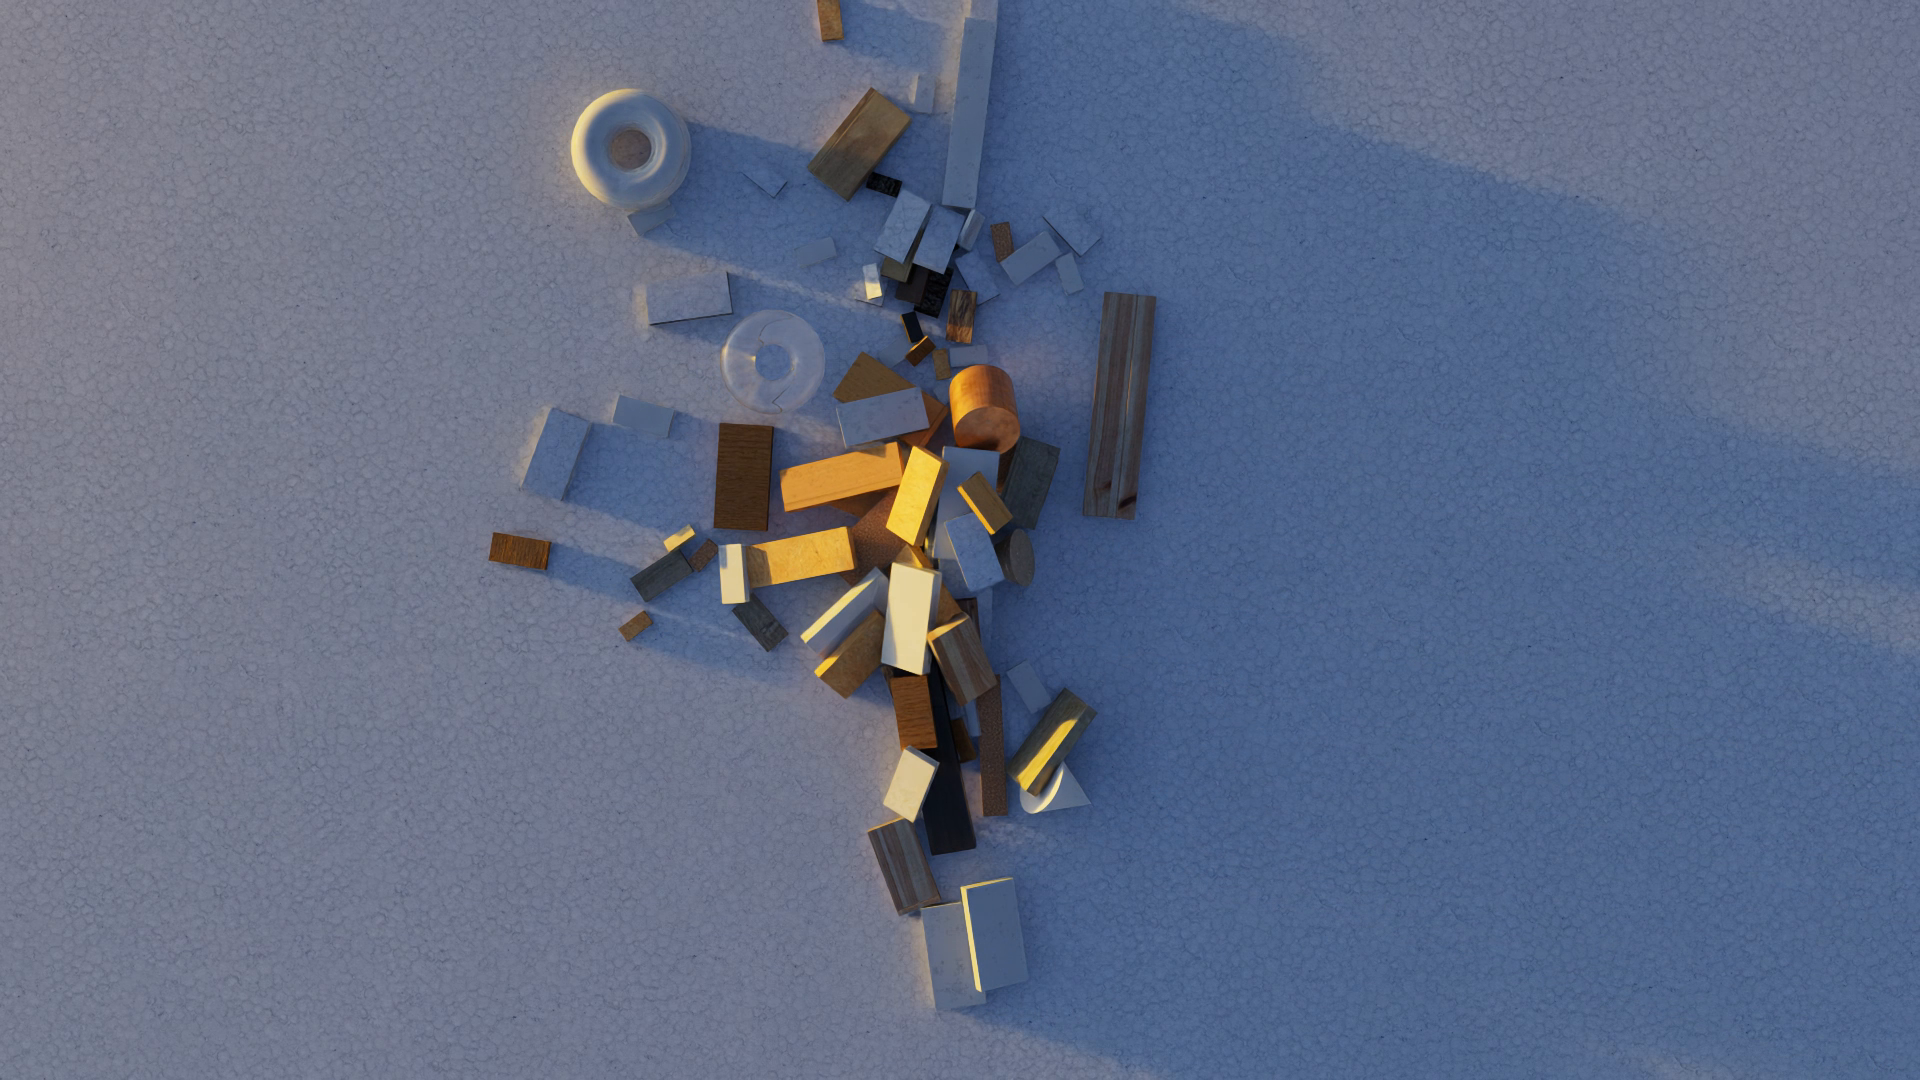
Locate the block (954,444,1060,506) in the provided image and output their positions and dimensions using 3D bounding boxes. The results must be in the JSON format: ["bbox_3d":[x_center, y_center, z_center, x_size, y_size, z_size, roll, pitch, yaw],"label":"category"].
[{"bbox_3d":[0.140,-0.245,5.476,0.341,0.048,0.171,19,90,0],"label":"block"}]

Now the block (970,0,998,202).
[{"bbox_3d":[0.055,-1.537,5.487,0.092,0.026,0.840,6,90,0],"label":"block"}]

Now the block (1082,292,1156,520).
[{"bbox_3d":[0.528,-0.444,5.476,0.171,0.048,0.742,6,90,0],"label":"block"}]

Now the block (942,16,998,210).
[{"bbox_3d":[0.032,-1.410,5.458,0.109,0.031,0.625,7,90,0],"label":"block"}]

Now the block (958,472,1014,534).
[{"bbox_3d":[0.081,-0.118,5.242,0.092,0.026,0.184,-40,97,-31],"label":"block"}]

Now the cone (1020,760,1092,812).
[{"bbox_3d":[0.353,0.835,5.451,0.220,0.220,0.220,27,90,-27],"label":"cone"}]

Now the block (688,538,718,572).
[{"bbox_3d":[-0.852,0.051,5.493,0.052,0.015,0.104,42,90,0],"label":"block"}]

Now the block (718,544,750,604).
[{"bbox_3d":[-0.750,0.112,5.467,0.092,0.026,0.194,-4,90,28],"label":"block"}]

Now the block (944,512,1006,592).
[{"bbox_3d":[0.046,0.035,5.263,0.120,0.034,0.239,-21,95,-4],"label":"block"}]

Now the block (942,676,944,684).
[{"bbox_3d":[-0.084,0.475,5.475,0.061,0.017,0.122,-6,90,35],"label":"block"}]

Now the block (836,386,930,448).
[{"bbox_3d":[-0.253,-0.401,5.407,0.282,0.040,0.141,-13,84,-7],"label":"block"}]

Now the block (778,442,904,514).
[{"bbox_3d":[-0.386,-0.204,5.420,0.415,0.040,0.141,-13,78,13],"label":"block"}]

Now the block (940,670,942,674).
[{"bbox_3d":[-0.019,0.373,5.411,0.080,0.023,0.160,14,115,20],"label":"block"}]

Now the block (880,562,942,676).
[{"bbox_3d":[-0.158,0.253,5.350,0.168,0.048,0.337,15,104,33],"label":"block"}]

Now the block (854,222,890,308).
[{"bbox_3d":[-0.269,-0.917,5.487,0.093,0.026,0.267,15,90,0],"label":"block"}]

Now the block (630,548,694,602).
[{"bbox_3d":[-0.991,0.117,5.487,0.189,0.027,0.095,-33,90,0],"label":"block"}]

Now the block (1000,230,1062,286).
[{"bbox_3d":[0.235,-0.936,5.476,0.184,0.026,0.092,-35,104,0],"label":"block"}]

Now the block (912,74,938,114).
[{"bbox_3d":[-0.117,-1.485,5.491,0.063,0.018,0.125,9,90,0],"label":"block"}]

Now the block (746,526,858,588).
[{"bbox_3d":[-0.526,0.058,5.423,0.376,0.040,0.139,-11,90,18],"label":"block"}]

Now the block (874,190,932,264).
[{"bbox_3d":[-0.188,-1.030,5.429,0.109,0.031,0.219,26,91,6],"label":"block"}]

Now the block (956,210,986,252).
[{"bbox_3d":[0.037,-1.027,5.470,0.018,0.063,0.125,24,90,37],"label":"block"}]

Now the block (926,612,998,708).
[{"bbox_3d":[0.008,0.389,5.359,0.149,0.042,0.298,-31,125,-13],"label":"block"}]

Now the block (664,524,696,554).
[{"bbox_3d":[-0.930,-0.004,5.478,0.104,0.015,0.052,-35,52,0],"label":"block"}]

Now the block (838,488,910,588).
[{"bbox_3d":[-0.250,-0.024,5.428,0.400,0.048,0.168,-44,92,5],"label":"block"}]

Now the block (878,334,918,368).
[{"bbox_3d":[-0.204,-0.630,5.491,0.131,0.019,0.066,-35,90,0],"label":"block"}]

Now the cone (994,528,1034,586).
[{"bbox_3d":[0.120,0.070,5.457,0.192,0.192,0.192,-8,90,27],"label":"cone"}]

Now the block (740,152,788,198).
[{"bbox_3d":[-0.654,-1.212,5.490,0.147,0.021,0.073,39,90,0],"label":"block"}]

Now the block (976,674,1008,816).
[{"bbox_3d":[0.105,0.683,5.488,0.082,0.023,0.467,-3,90,0],"label":"block"}]

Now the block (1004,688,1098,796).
[{"bbox_3d":[0.297,0.661,5.412,0.048,0.170,0.340,37,89,-29],"label":"block"}]

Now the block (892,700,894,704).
[{"bbox_3d":[-0.162,0.596,5.488,0.082,0.023,0.165,-20,90,0],"label":"block"}]

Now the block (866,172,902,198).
[{"bbox_3d":[-0.253,-1.184,5.492,0.110,0.016,0.055,18,90,0],"label":"block"}]

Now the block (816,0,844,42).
[{"bbox_3d":[-0.432,-1.739,5.490,0.073,0.021,0.147,-7,90,0],"label":"block"}]

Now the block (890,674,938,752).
[{"bbox_3d":[-0.149,0.564,5.397,0.120,0.034,0.239,-8,95,8],"label":"block"}]

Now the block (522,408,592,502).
[{"bbox_3d":[-1.340,-0.284,5.480,0.140,0.040,0.279,21,90,0],"label":"block"}]

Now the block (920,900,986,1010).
[{"bbox_3d":[-0.021,1.375,5.476,0.170,0.048,0.340,-8,90,0],"label":"block"}]

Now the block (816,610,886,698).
[{"bbox_3d":[-0.328,0.378,5.441,0.287,0.041,0.144,-46,126,0],"label":"block"}]

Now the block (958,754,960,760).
[{"bbox_3d":[-0.079,0.605,5.471,0.061,0.017,0.285,-20,93,26],"label":"block"}]

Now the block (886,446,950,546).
[{"bbox_3d":[-0.136,-0.141,5.302,0.144,0.041,0.287,33,111,41],"label":"block"}]

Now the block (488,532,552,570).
[{"bbox_3d":[-1.464,0.037,5.487,0.189,0.027,0.095,10,90,0],"label":"block"}]

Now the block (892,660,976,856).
[{"bbox_3d":[-0.083,0.720,5.444,0.149,0.042,0.634,-11,94,8],"label":"block"}]

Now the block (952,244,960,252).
[{"bbox_3d":[-0.056,-1.002,5.492,0.055,0.016,0.110,-37,90,0],"label":"block"}]

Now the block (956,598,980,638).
[{"bbox_3d":[0.024,0.296,5.408,0.080,0.023,0.217,-6,109,-3],"label":"block"}]
